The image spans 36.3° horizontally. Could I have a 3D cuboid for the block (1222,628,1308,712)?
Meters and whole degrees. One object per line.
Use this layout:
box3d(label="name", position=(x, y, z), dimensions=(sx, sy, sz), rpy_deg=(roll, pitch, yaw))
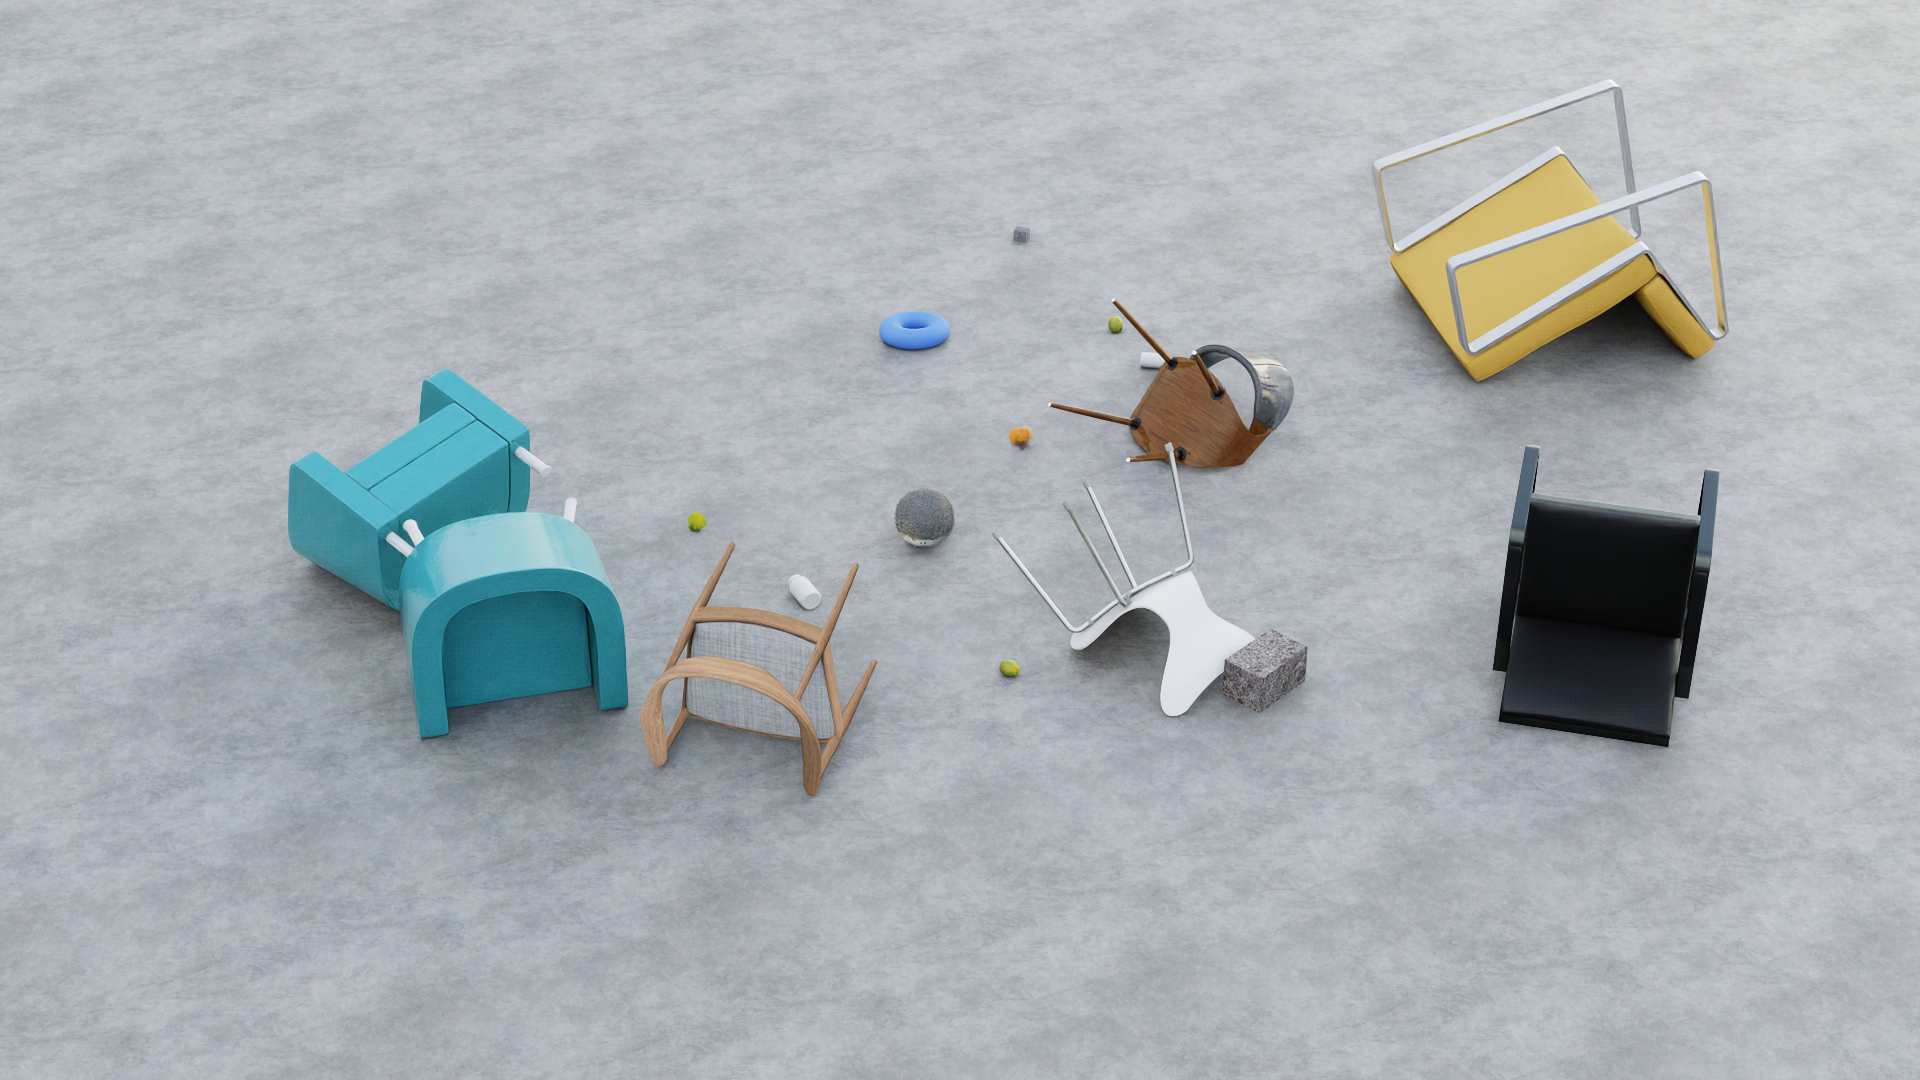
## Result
box3d(label="block", position=(1.054, 0.451, 10.128), dimensions=(0.162, 0.146, 0.255), rpy_deg=(27, 42, 35))

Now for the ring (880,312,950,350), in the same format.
box3d(label="ring", position=(-0.189, -0.872, 12.188), dimensions=(0.297, 0.090, 0.225), rpy_deg=(-4, 34, -7))

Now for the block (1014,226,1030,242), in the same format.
box3d(label="block", position=(0.272, -1.348, 12.944), dimensions=(0.059, 0.052, 0.043), rpy_deg=(13, 36, 19))

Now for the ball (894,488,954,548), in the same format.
box3d(label="ball", position=(-0.131, -0.082, 10.866), dimensions=(0.223, 0.223, 0.223), rpy_deg=(0, 33, 0))
